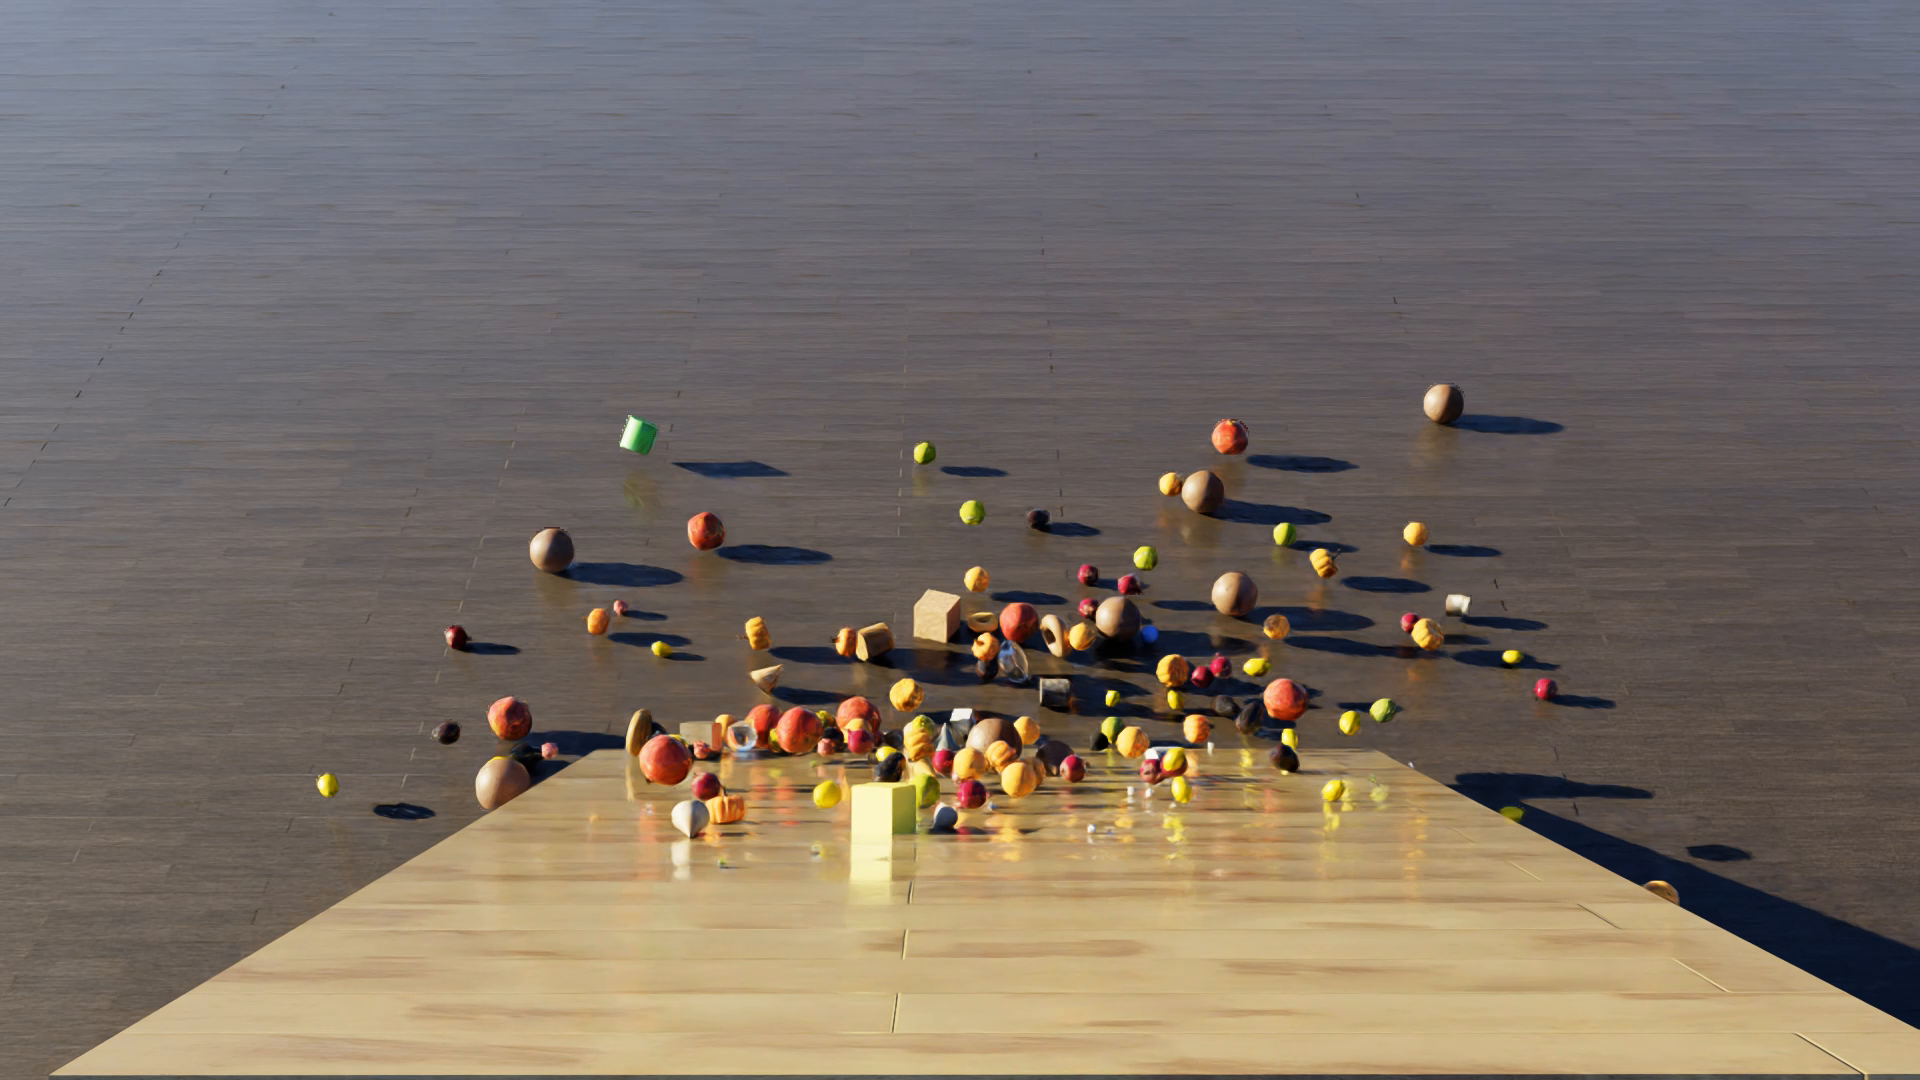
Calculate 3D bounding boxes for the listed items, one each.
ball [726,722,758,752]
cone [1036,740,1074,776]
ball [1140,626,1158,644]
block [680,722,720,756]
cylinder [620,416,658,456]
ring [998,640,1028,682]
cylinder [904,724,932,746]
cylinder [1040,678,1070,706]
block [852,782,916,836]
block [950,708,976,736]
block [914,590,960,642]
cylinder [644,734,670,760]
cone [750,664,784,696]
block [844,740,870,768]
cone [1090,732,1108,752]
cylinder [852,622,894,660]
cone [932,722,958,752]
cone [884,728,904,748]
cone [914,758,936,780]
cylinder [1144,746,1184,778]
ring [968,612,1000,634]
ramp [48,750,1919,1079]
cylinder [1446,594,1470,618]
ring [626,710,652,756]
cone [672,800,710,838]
[{"bbox_3d":[-0.554,0.499,6.559,0.079,0.079,0.079,0,30,0],"label":"ball"},{"bbox_3d":[0.220,0.520,5.941,0.086,0.086,0.086,0,27,-1],"label":"cone"},{"bbox_3d":[0.532,0.265,7.250,0.052,0.052,0.052,0,30,0],"label":"ball"},{"bbox_3d":[-0.650,0.498,6.487,0.081,0.081,0.081,0,0,12],"label":"block"},{"bbox_3d":[-1.010,-0.327,8.143,0.095,0.095,0.095,21,2,-1],"label":"cylinder"},{"bbox_3d":[0.146,0.331,7.049,0.041,0.123,0.123,-22,22,23],"label":"ring"},{"bbox_3d":[-0.111,0.510,6.769,0.055,0.055,0.055,11,19,-38],"label":"cylinder"},{"bbox_3d":[0.253,0.410,6.962,0.074,0.074,0.074,2,30,-3],"label":"cylinder"},{"bbox_3d":[-0.142,0.499,4.803,0.087,0.087,0.087,0,0,30],"label":"block"},{"bbox_3d":[0.009,0.482,6.842,0.051,0.051,0.051,-5,29,15],"label":"block"},{"bbox_3d":[-0.063,0.215,7.291,0.099,0.099,0.099,12,32,20],"label":"block"},{"bbox_3d":[-0.743,0.508,6.345,0.052,0.052,0.052,19,26,-15],"label":"cylinder"},{"bbox_3d":[-0.507,0.363,7.009,0.085,0.085,0.085,-41,30,10],"label":"cone"},{"bbox_3d":[-0.245,0.509,6.131,0.061,0.061,0.061,0,0,2],"label":"block"},{"bbox_3d":[0.344,0.526,6.597,0.054,0.054,0.054,16,35,26],"label":"cone"},{"bbox_3d":[-0.243,0.281,7.173,0.084,0.084,0.084,-21,36,-30],"label":"cylinder"},{"bbox_3d":[-0.038,0.501,6.624,0.074,0.074,0.074,0,0,0],"label":"cone"},{"bbox_3d":[-0.168,0.526,6.687,0.057,0.057,0.057,-4,26,-7],"label":"cone"},{"bbox_3d":[-0.069,0.528,5.846,0.054,0.054,0.054,-18,37,-29],"label":"cone"},{"bbox_3d":[0.467,0.506,5.896,0.067,0.067,0.067,0,28,-23],"label":"cylinder"},{"bbox_3d":[0.067,0.234,7.327,0.088,0.029,0.088,-1,29,1],"label":"ring"},{"bbox_3d":[0.066,0.592,4.646,2.000,0.100,4.000,0,0,0],"label":"ramp"},{"bbox_3d":[1.413,0.188,7.346,0.062,0.062,0.062,3,30,11],"label":"cylinder"},{"bbox_3d":[-0.789,0.474,6.365,0.039,0.117,0.117,12,31,8],"label":"ring"},{"bbox_3d":[-0.494,0.526,4.741,0.072,0.072,0.072,-2,27,-4],"label":"cone"}]
